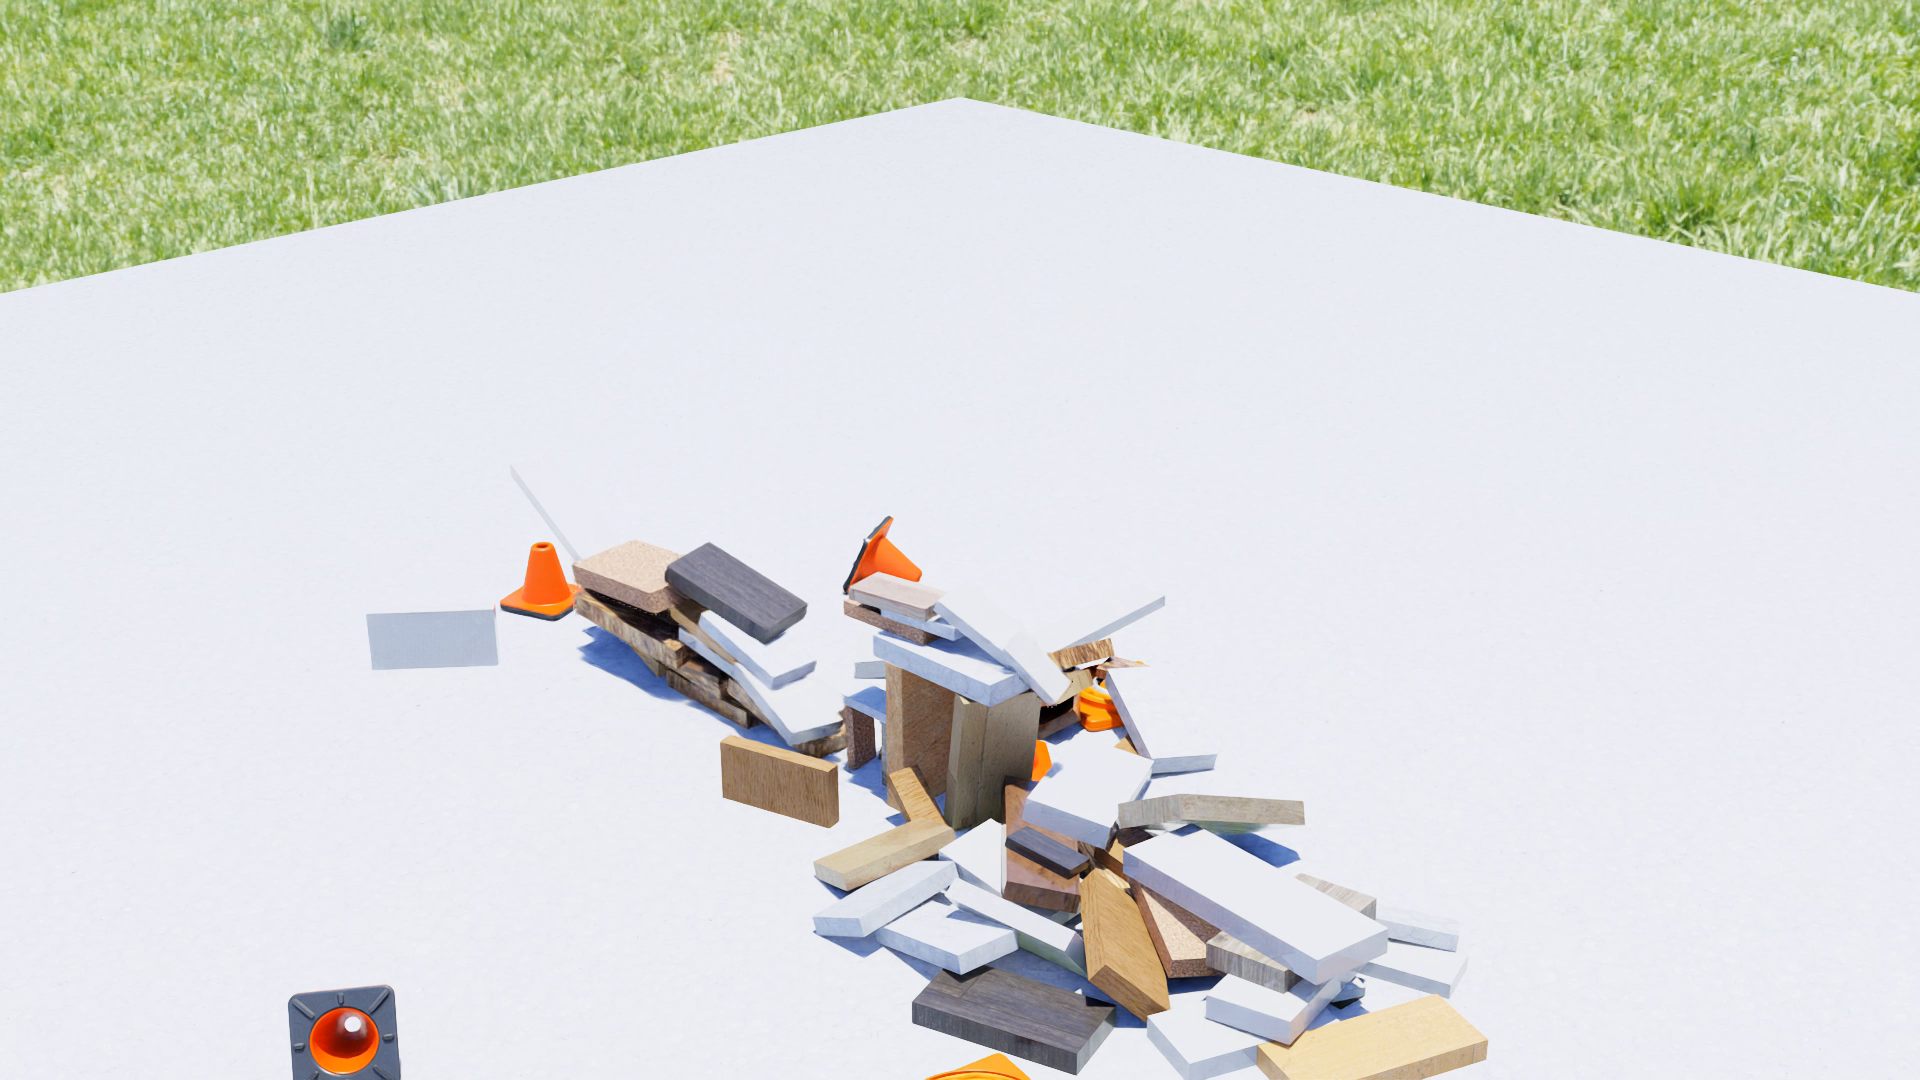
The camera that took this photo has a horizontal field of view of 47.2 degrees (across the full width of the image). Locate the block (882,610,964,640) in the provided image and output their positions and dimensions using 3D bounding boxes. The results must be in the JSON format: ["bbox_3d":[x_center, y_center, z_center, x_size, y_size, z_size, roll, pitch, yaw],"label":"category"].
[{"bbox_3d":[-0.054,0.147,4.343,0.189,0.027,0.094,17,28,37],"label":"block"}]

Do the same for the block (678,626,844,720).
[{"bbox_3d":[-0.426,0.283,4.790,0.428,0.032,0.112,32,43,28],"label":"block"}]

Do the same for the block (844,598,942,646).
[{"bbox_3d":[-0.116,0.149,4.416,0.223,0.032,0.112,19,30,39],"label":"block"}]

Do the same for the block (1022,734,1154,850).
[{"bbox_3d":[0.254,0.488,4.301,0.169,0.048,0.337,18,21,14],"label":"block"}]

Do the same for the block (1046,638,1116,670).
[{"bbox_3d":[0.184,0.278,4.921,0.295,0.042,0.148,-12,-4,-33],"label":"block"}]

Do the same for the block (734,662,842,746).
[{"bbox_3d":[-0.366,0.335,4.666,0.124,0.035,0.248,-12,41,-33],"label":"block"}]

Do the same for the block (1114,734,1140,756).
[{"bbox_3d":[0.355,0.460,4.649,0.078,0.022,0.157,14,27,29],"label":"block"}]

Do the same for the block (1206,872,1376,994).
[{"bbox_3d":[0.585,0.688,3.869,0.157,0.044,0.314,14,25,37],"label":"block"}]

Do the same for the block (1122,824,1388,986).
[{"bbox_3d":[0.513,0.635,3.884,0.169,0.048,0.497,-15,24,-33],"label":"block"}]

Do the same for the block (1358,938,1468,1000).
[{"bbox_3d":[0.680,0.730,4.001,0.466,0.030,0.107,12,26,26],"label":"block"}]

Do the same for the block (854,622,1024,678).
[{"bbox_3d":[-0.044,0.254,5.065,0.388,0.042,0.148,-4,23,3],"label":"block"}]

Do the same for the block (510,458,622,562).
[{"bbox_3d":[-0.936,0.024,5.660,0.123,0.035,1.303,-10,25,-23],"label":"block"}]

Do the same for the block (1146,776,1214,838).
[{"bbox_3d":[0.412,0.547,4.432,0.107,0.030,0.214,15,27,32],"label":"block"}]

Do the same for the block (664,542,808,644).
[{"bbox_3d":[-0.490,0.113,4.806,0.286,0.041,0.143,31,38,22],"label":"block"}]

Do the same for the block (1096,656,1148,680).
[{"bbox_3d":[0.391,0.300,4.904,0.157,0.022,0.078,14,25,26],"label":"block"}]

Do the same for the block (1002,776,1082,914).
[{"bbox_3d":[0.149,0.569,4.154,0.137,0.039,0.418,12,21,-4],"label":"block"}]

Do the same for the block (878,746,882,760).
[{"bbox_3d":[-0.129,0.410,4.777,0.048,0.014,0.261,4,23,8],"label":"block"}]

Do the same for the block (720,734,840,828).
[{"bbox_3d":[-0.365,0.488,4.446,0.259,0.130,0.037,12,26,26],"label":"block"}]

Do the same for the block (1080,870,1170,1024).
[{"bbox_3d":[0.289,0.720,3.894,0.153,0.043,0.305,38,18,-15],"label":"block"}]

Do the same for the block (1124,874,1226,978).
[{"bbox_3d":[0.409,0.676,3.986,0.146,0.041,0.292,-1,30,-13],"label":"block"}]

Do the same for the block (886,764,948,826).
[{"bbox_3d":[-0.086,0.523,4.385,0.071,0.020,0.142,-16,70,-33],"label":"block"}]

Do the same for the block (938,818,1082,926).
[{"bbox_3d":[0.104,0.632,4.127,0.137,0.039,0.274,-27,41,-36],"label":"block"}]

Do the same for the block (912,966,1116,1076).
[{"bbox_3d":[0.093,0.815,3.782,0.314,0.044,0.157,12,26,26],"label":"block"}]

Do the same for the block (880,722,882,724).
[{"bbox_3d":[-0.067,0.409,4.735,0.103,0.029,0.205,-17,32,-41],"label":"block"}]

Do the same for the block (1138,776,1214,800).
[{"bbox_3d":[0.385,0.525,4.400,0.246,0.035,0.123,-3,23,-7],"label":"block"}]

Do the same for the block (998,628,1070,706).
[{"bbox_3d":[0.144,0.244,4.209,0.142,0.020,0.071,46,42,-4],"label":"block"}]

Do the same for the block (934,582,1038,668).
[{"bbox_3d":[0.050,0.164,4.269,0.189,0.027,0.095,37,39,16],"label":"block"}]

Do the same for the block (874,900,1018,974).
[{"bbox_3d":[-0.027,0.712,3.955,0.130,0.037,0.259,-17,14,-34],"label":"block"}]

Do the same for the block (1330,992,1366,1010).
[{"bbox_3d":[0.647,0.783,3.892,0.064,0.018,0.128,-18,29,-36],"label":"block"}]

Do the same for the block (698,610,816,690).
[{"bbox_3d":[-0.437,0.221,4.741,0.124,0.035,0.247,-21,48,-41],"label":"block"}]

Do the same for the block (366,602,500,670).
[{"bbox_3d":[-1.210,0.221,5.057,0.286,0.143,0.041,-2,23,-5],"label":"block"}]

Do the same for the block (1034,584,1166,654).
[{"bbox_3d":[0.299,0.207,5.237,0.103,0.029,0.493,19,30,38],"label":"block"}]

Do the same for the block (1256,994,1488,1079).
[{"bbox_3d":[0.691,0.859,3.684,0.360,0.041,0.146,-10,25,-22],"label":"block"}]
